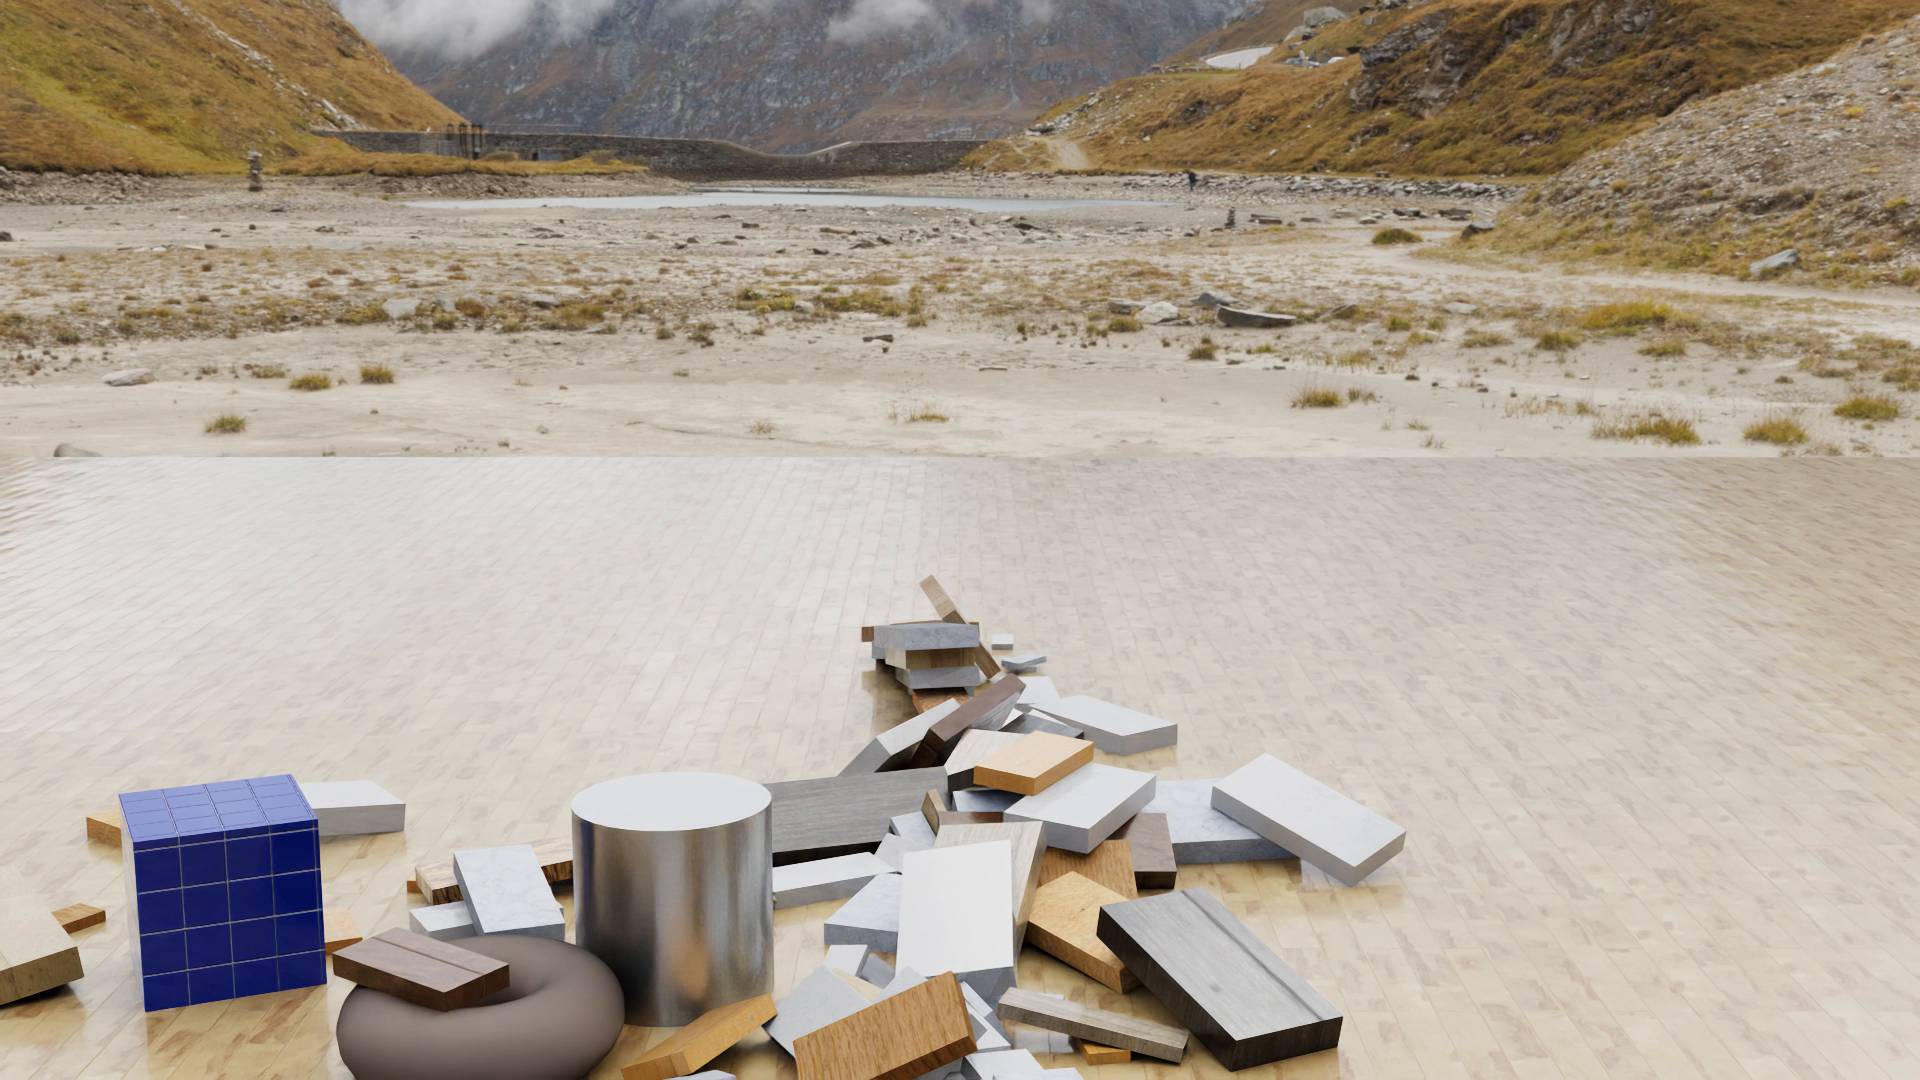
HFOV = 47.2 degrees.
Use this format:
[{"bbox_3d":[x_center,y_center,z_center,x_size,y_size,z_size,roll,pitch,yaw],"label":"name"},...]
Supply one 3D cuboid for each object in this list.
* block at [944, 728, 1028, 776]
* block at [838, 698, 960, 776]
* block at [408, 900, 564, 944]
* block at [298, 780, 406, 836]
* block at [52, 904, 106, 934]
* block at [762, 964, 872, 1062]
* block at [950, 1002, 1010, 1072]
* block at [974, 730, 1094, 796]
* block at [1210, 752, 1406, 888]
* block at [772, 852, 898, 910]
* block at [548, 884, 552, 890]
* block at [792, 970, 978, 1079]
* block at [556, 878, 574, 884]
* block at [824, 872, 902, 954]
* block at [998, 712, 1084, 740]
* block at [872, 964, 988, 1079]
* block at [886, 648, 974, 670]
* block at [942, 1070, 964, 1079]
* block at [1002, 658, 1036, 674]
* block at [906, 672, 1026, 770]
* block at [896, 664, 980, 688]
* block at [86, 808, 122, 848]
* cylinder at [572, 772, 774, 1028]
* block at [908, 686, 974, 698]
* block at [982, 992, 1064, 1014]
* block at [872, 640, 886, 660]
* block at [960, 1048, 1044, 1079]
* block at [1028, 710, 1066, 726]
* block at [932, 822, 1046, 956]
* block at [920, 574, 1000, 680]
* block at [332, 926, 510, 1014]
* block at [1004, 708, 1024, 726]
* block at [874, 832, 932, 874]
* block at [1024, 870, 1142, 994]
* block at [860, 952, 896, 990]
[{"bbox_3d":[0.036,0.450,4.084,0.145,0.041,0.290,4,28,20],"label":"block"},{"bbox_3d":[-0.120,0.408,4.251,0.045,0.160,0.320,49,26,11],"label":"block"},{"bbox_3d":[-0.756,0.603,3.512,0.219,0.031,0.109,-6,12,-29],"label":"block"},{"bbox_3d":[-1.206,0.487,3.964,0.359,0.051,0.180,1,8,-36],"label":"block"},{"bbox_3d":[-1.437,0.612,3.503,0.065,0.018,0.130,6,12,31],"label":"block"},{"bbox_3d":[-0.174,0.668,2.985,0.121,0.034,0.242,-40,25,-16],"label":"block"},{"bbox_3d":[-0.007,0.675,2.999,0.094,0.027,0.187,-3,8,-18],"label":"block"},{"bbox_3d":[0.131,0.388,3.838,0.116,0.033,0.232,9,15,28],"label":"block"},{"bbox_3d":[0.604,0.483,3.827,0.305,0.043,0.153,28,38,36],"label":"block"},{"bbox_3d":[-0.230,0.571,3.687,0.223,0.032,0.112,-6,12,-27],"label":"block"},{"bbox_3d":[-0.757,0.586,3.633,0.146,0.021,0.073,-8,13,-37],"label":"block"},{"bbox_3d":[-0.099,0.655,2.849,0.231,0.033,0.116,-25,36,4],"label":"block"},{"bbox_3d":[-0.571,0.558,3.746,0.250,0.035,0.125,3,11,18],"label":"block"},{"bbox_3d":[-0.113,0.597,3.533,0.125,0.035,0.250,4,11,18],"label":"block"},{"bbox_3d":[0.097,0.427,4.230,0.145,0.041,0.290,14,29,35],"label":"block"},{"bbox_3d":[-0.060,0.658,2.958,0.121,0.034,0.242,-46,19,-12],"label":"block"},{"bbox_3d":[-0.068,0.251,4.792,0.148,0.042,0.295,-2,-1,-10],"label":"block"},{"bbox_3d":[0.004,0.721,2.894,0.094,0.027,0.187,0,11,-2],"label":"block"},{"bbox_3d":[0.139,0.297,5.208,0.052,0.015,0.104,-3,11,-18],"label":"block"},{"bbox_3d":[0.009,0.374,4.310,0.041,0.145,0.290,40,37,16],"label":"block"},{"bbox_3d":[-0.054,0.293,4.861,0.148,0.042,0.422,-2,-1,-6],"label":"block"},{"bbox_3d":[-1.439,0.521,3.942,0.250,0.035,0.125,8,13,37],"label":"block"},{"bbox_3d":[-0.421,0.522,3.237,0.291,0.291,0.291,0,11,0],"label":"cylinder"},{"bbox_3d":[-0.043,0.329,4.873,0.109,0.031,0.219,-2,-1,-11],"label":"block"},{"bbox_3d":[0.089,0.672,3.180,0.117,0.017,0.059,2,11,11],"label":"block"},{"bbox_3d":[-0.128,0.258,5.151,0.148,0.042,0.295,0,-3,0],"label":"block"},{"bbox_3d":[0.084,0.715,2.805,0.094,0.027,0.187,2,19,-28],"label":"block"},{"bbox_3d":[0.141,0.405,4.434,0.090,0.025,0.179,24,31,23],"label":"block"},{"bbox_3d":[0.026,0.555,3.444,0.170,0.048,0.340,-4,24,13],"label":"block"},{"bbox_3d":[0.001,0.201,5.053,0.037,0.262,0.131,-35,46,1],"label":"block"},{"bbox_3d":[-0.727,0.578,2.961,0.224,0.032,0.112,9,15,35],"label":"block"},{"bbox_3d":[0.076,0.395,4.480,0.090,0.025,0.179,26,32,21],"label":"block"},{"bbox_3d":[-0.095,0.544,3.767,0.118,0.059,0.017,11,-27,45],"label":"block"},{"bbox_3d":[0.210,0.600,3.383,0.144,0.041,0.287,-21,23,-31],"label":"block"},{"bbox_3d":[-0.129,0.654,3.271,0.072,0.021,0.145,-6,12,-28],"label":"block"}]
